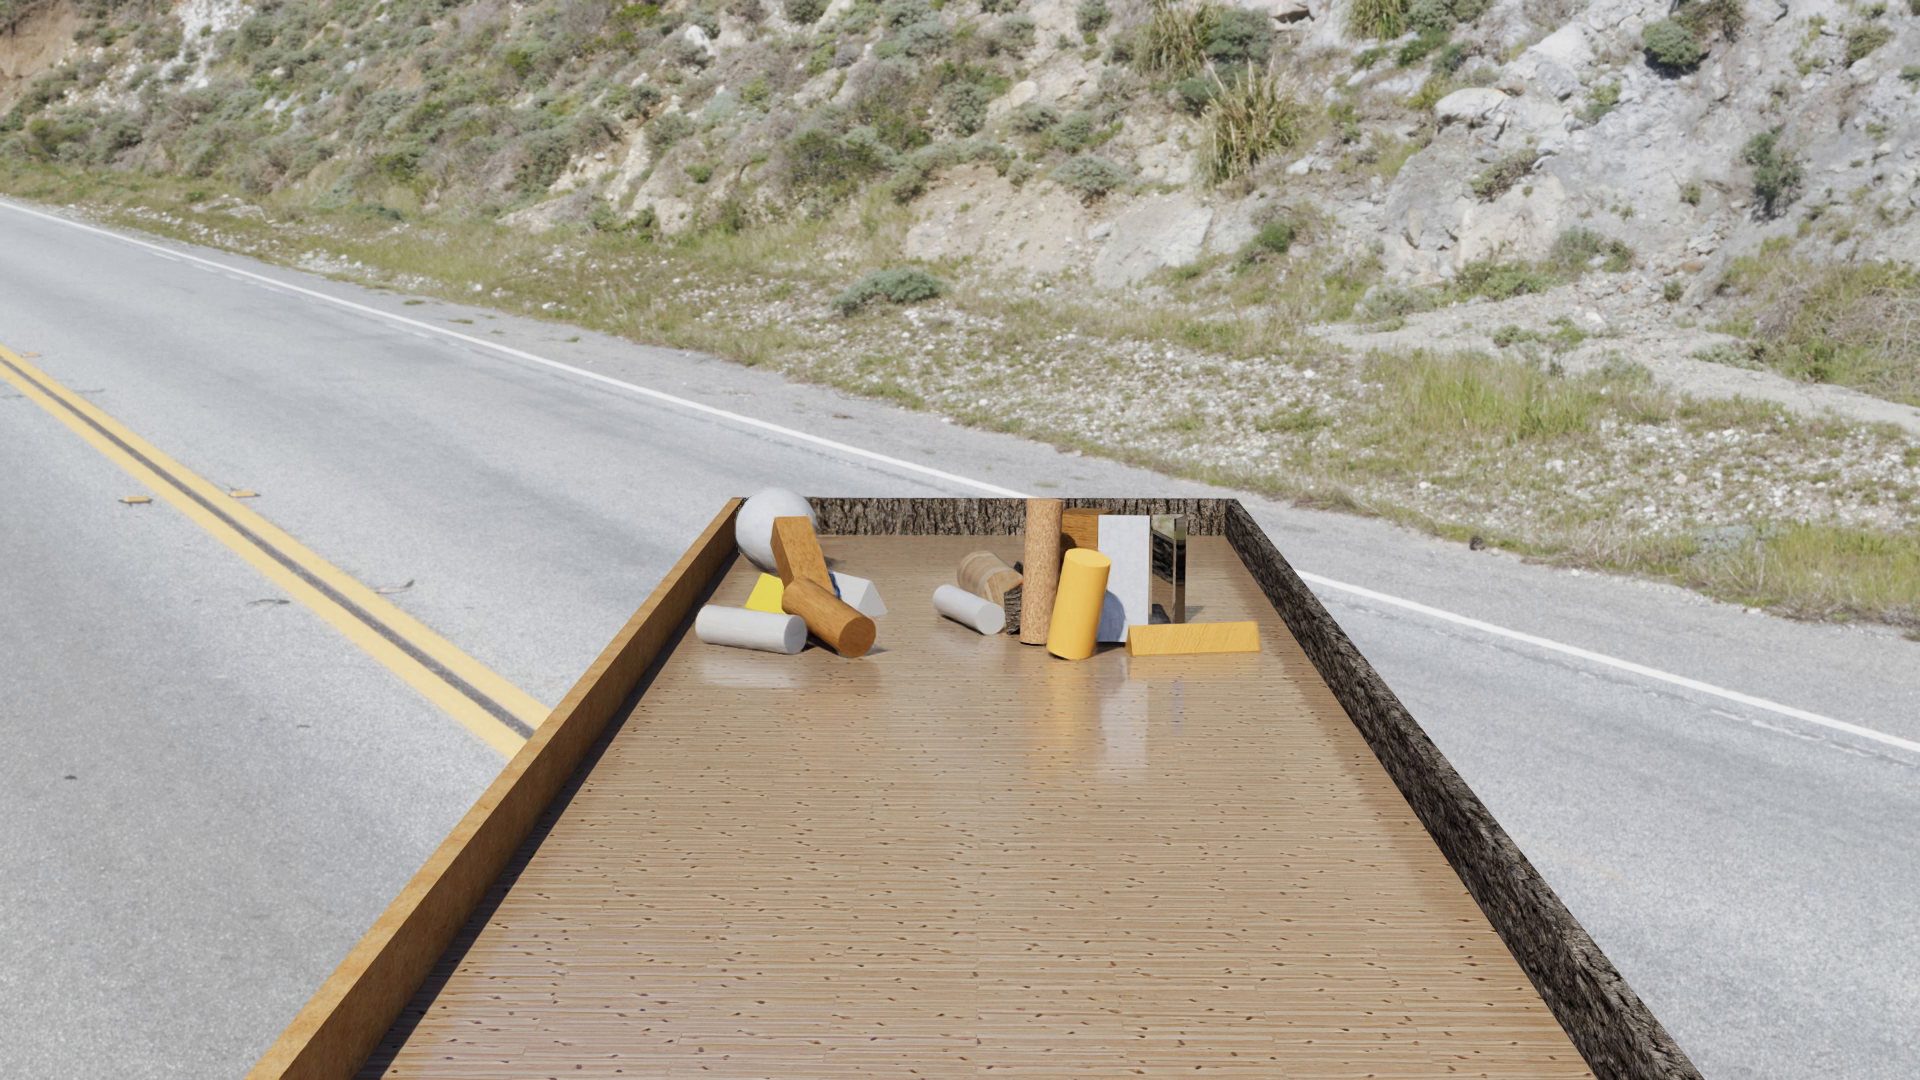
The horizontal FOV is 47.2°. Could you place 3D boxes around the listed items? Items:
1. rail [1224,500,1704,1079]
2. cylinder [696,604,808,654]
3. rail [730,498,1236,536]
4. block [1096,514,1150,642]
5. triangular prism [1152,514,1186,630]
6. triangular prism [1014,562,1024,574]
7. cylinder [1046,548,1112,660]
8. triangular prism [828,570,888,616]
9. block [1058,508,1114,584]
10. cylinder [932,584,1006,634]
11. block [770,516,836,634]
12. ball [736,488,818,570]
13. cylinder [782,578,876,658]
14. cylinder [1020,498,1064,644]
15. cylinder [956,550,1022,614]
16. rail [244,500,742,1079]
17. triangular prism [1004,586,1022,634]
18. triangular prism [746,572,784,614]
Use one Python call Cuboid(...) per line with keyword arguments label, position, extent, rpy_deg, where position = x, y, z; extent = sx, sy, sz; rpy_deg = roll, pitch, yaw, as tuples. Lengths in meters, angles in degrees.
Cuboid(label="rail", position=(1.046, 0.843, 3.208), extent=(0.050, 0.150, 12.000), rpy_deg=(0, 9, 1))
Cuboid(label="cylinder", position=(-0.652, 0.278, 6.867), extent=(0.344, 0.121, 0.121), rpy_deg=(6, 11, 32))
Cuboid(label="rail", position=(0.099, -0.098, 9.147), extent=(2.100, 0.150, 0.050), rpy_deg=(0, 9, 1))
Cuboid(label="block", position=(0.517, 0.119, 6.943), extent=(0.158, 0.394, 0.158), rpy_deg=(1, 1, 5))
Cuboid(label="triangular prism", position=(0.700, 0.102, 7.186), extent=(0.095, 0.369, 0.109), rpy_deg=(-7, 11, -36))
Cuboid(label="triangular prism", position=(0.232, 0.161, 7.582), extent=(0.141, 0.122, 0.352), rpy_deg=(-1, 9, -9))
Cuboid(label="cylinder", position=(0.362, 0.196, 6.709), extent=(0.142, 0.307, 0.142), rpy_deg=(9, 20, -3))
Cuboid(label="triangular prism", position=(-0.424, 0.169, 7.543), extent=(0.138, 0.119, 0.418), rpy_deg=(-7, 11, -36))
Cuboid(label="block", position=(0.405, 0.097, 7.165), extent=(0.142, 0.385, 0.142), rpy_deg=(4, 10, 24))
Cuboid(label="cylinder", position=(0.028, 0.227, 7.245), extent=(0.104, 0.104, 0.371), rpy_deg=(-4, 10, -22))
Cuboid(label="block", position=(-0.512, 0.113, 7.212), extent=(0.119, 0.119, 0.451), rpy_deg=(-3, 42, -18))
Cuboid(label="ball", position=(-0.688, -0.040, 8.265), extent=(0.312, 0.312, 0.312), rpy_deg=(0, 9, 0))
Cuboid(label="cylinder", position=(-0.410, 0.240, 6.833), extent=(0.136, 0.136, 0.338), rpy_deg=(-7, 24, -36))
Cuboid(label="cylinder", position=(0.256, 0.097, 6.936), extent=(0.114, 0.450, 0.114), rpy_deg=(3, 6, 0))
Cuboid(label="cylinder", position=(0.114, 0.154, 7.489), extent=(0.173, 0.173, 0.426), rpy_deg=(-2, 9, -11))
Cuboid(label="rail", position=(-1.004, 0.839, 3.234), extent=(0.050, 0.150, 12.000), rpy_deg=(0, 9, 1))
Cuboid(label="triangular prism", position=(0.249, 0.192, 7.226), extent=(0.138, 0.120, 0.368), rpy_deg=(-34, -6, 25))
Cuboid(label="triangular prism", position=(-0.596, 0.192, 7.406), extent=(0.133, 0.115, 0.341), rpy_deg=(-4, 10, -27))
